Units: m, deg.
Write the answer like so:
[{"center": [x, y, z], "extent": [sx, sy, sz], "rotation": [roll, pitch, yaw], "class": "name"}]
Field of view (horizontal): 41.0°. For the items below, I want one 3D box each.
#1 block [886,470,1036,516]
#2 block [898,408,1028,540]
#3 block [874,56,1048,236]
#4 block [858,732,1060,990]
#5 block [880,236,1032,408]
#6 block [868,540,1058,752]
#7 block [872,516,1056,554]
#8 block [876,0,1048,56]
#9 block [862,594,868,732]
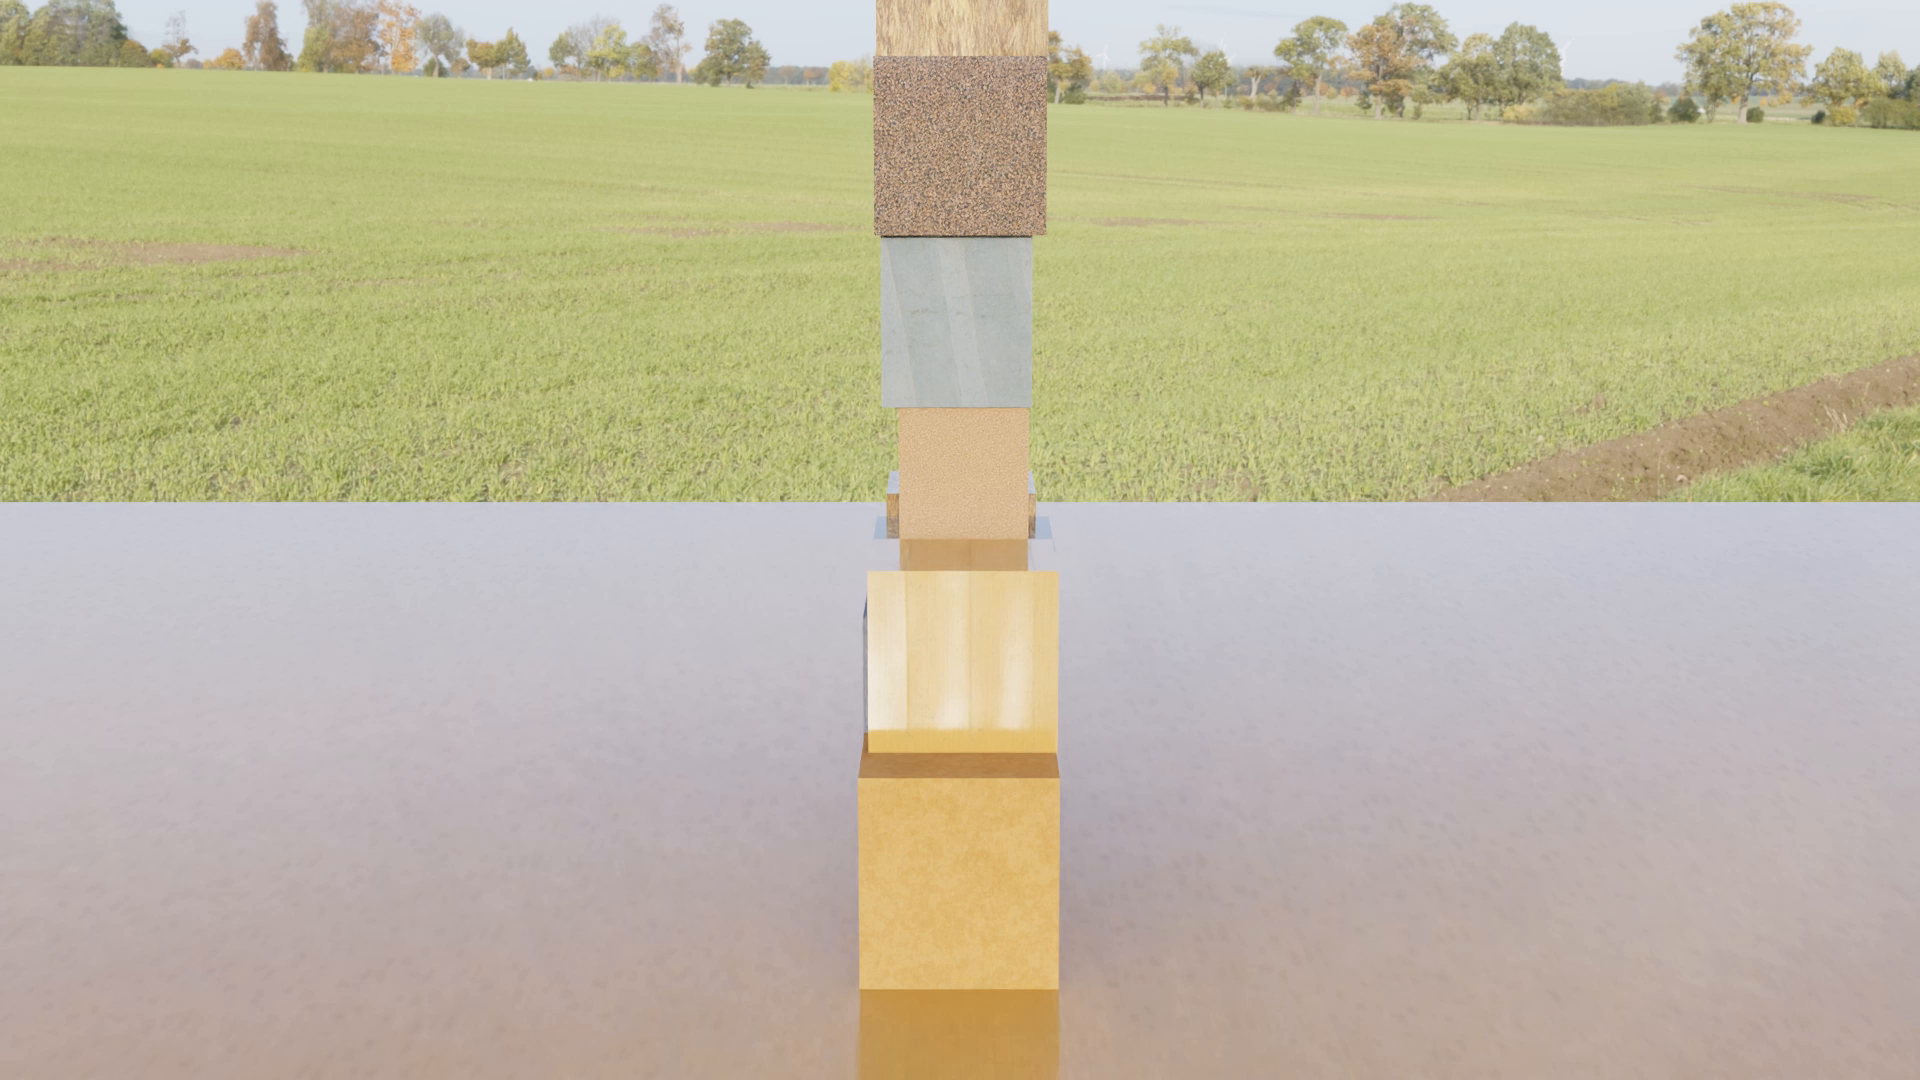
[{"center": [0.005, 0.036, 11.992], "extent": [0.676, 0.623, 0.674], "rotation": [0, 10, 0], "class": "block"}, {"center": [0.017, -0.319, 11.123], "extent": [0.547, 0.593, 0.573], "rotation": [0, 10, 0], "class": "block"}, {"center": [0.001, -1.680, 10.877], "extent": [0.711, 0.729, 0.706], "rotation": [0, 10, 0], "class": "block"}, {"center": [-0.004, 1.267, 10.230], "extent": [0.773, 0.847, 0.688], "rotation": [0, 10, 0], "class": "block"}, {"center": [-0.014, -0.966, 11.006], "extent": [0.631, 0.722, 0.608], "rotation": [0, 10, 0], "class": "block"}, {"center": [0.012, 0.419, 10.502], "extent": [0.751, 0.728, 0.761], "rotation": [0, 9, 0], "class": "block"}, {"center": [0.014, 0.363, 11.291], "extent": [0.775, 0.809, 0.803], "rotation": [0, 10, 0], "class": "block"}, {"center": [0.009, -2.416, 10.744], "extent": [0.704, 0.768, 0.659], "rotation": [0, 10, 0], "class": "block"}, {"center": [-0.010, 0.786, 12.427], "extent": [0.885, 1.008, 0.839], "rotation": [0, 10, 0], "class": "block"}]
